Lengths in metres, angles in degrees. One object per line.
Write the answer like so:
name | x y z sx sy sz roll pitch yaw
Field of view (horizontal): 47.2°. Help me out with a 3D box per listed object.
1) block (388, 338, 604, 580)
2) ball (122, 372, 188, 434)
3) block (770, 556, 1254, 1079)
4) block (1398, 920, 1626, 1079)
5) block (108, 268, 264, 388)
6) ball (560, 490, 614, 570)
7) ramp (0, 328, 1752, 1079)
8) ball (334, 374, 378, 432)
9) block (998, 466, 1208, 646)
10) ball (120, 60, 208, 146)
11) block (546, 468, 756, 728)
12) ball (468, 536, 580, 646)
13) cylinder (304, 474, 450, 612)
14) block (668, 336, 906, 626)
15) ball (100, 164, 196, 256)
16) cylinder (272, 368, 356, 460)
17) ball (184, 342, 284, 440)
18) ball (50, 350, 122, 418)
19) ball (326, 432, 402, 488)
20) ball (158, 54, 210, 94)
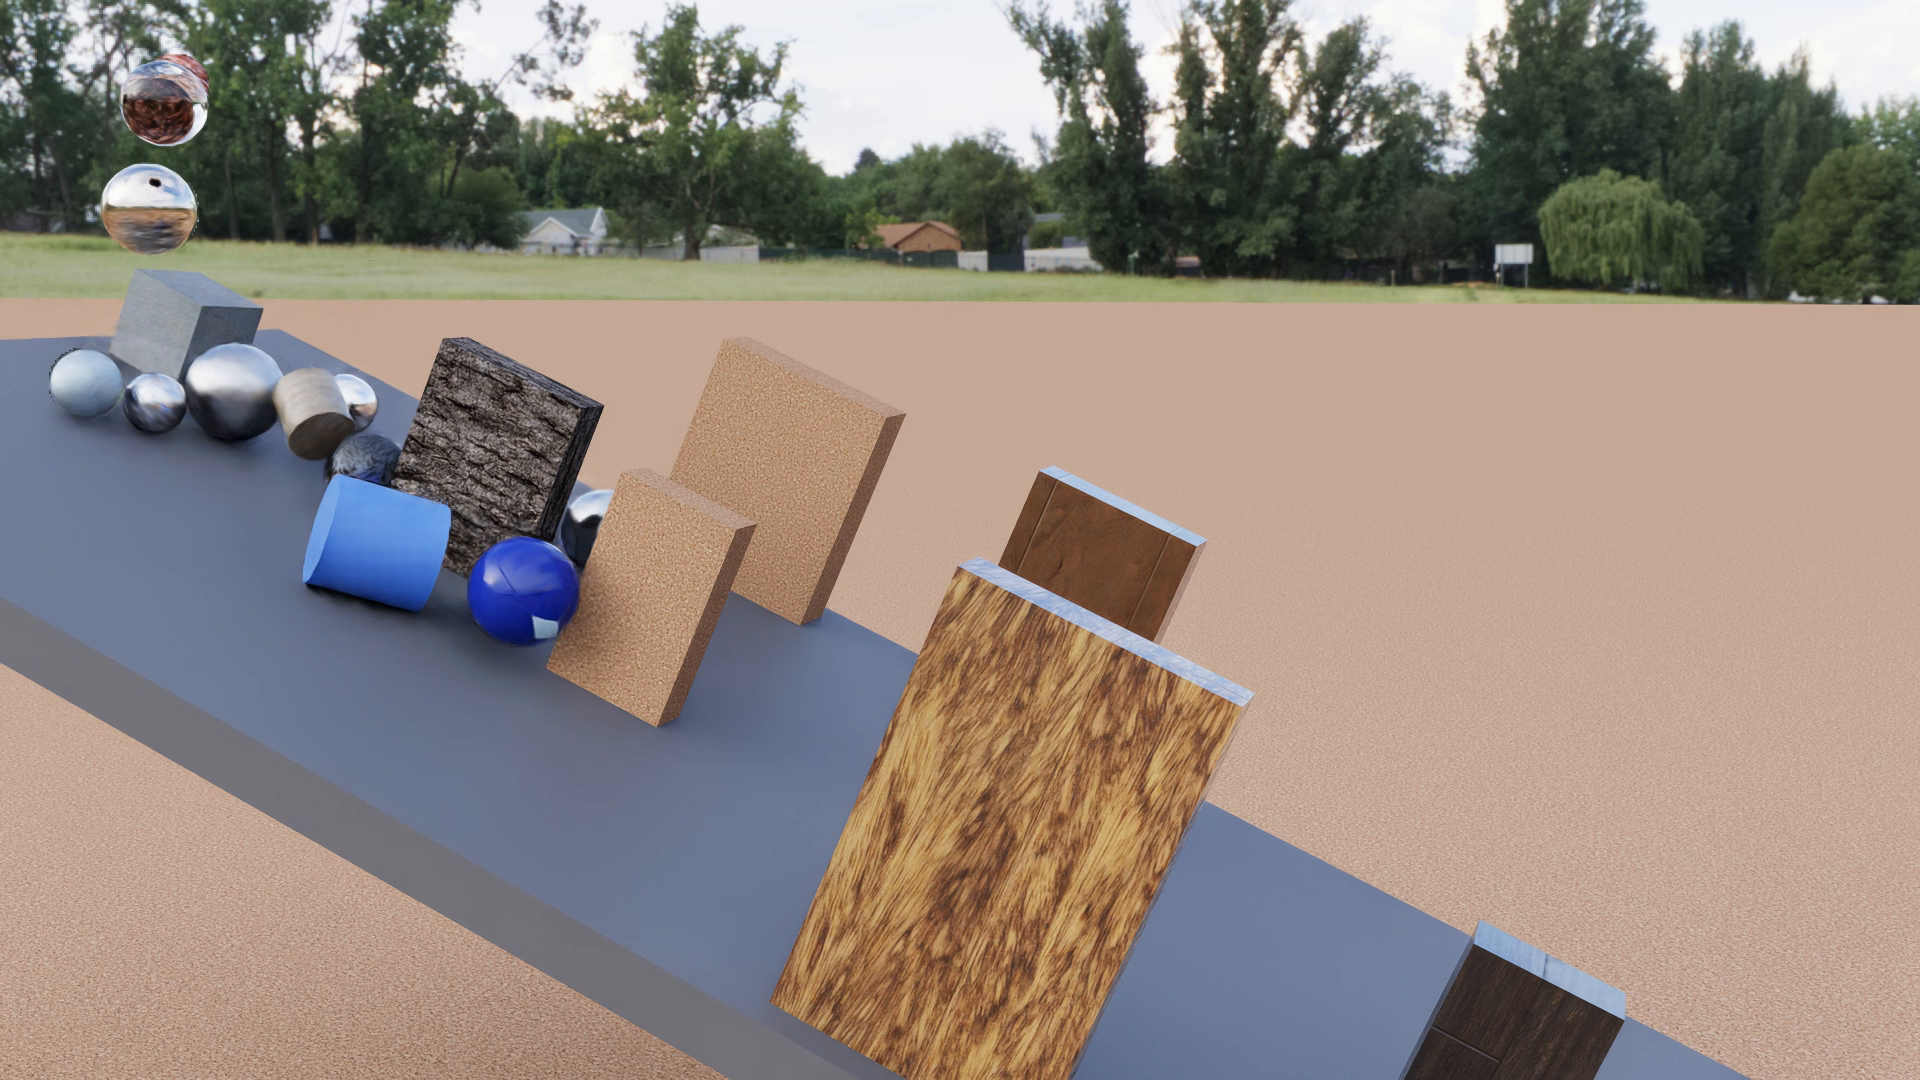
block | -0.945 -0.144 4.403 0.329 0.423 0.099 26 13 13
ball | -1.622 -0.276 4.431 0.124 0.124 0.124 0 7 0
block | 0.066 0.446 3.145 0.439 0.718 0.105 26 13 13
block | 0.821 0.855 3.423 0.244 0.441 0.131 26 13 13
block | -1.710 -0.465 4.863 0.199 0.199 0.199 28 14 18
ball | -0.764 -0.016 4.729 0.186 0.186 0.186 0 7 0
ramp | -0.283 0.490 4.181 4.000 0.100 2.000 26 13 13
ball | -1.376 -0.301 4.919 0.139 0.139 0.139 0 7 0
block | 0.205 0.215 4.471 0.350 0.636 0.116 26 13 13
ball | -1.533 -0.841 4.235 0.162 0.162 0.162 0 7 0
block | -0.574 0.105 4.086 0.245 0.408 0.099 26 13 13
ball | -0.797 0.094 4.015 0.201 0.201 0.201 0 7 0
cylinder | -1.077 0.006 4.061 0.208 0.208 0.208 17 -1 -24
block | -0.428 -0.138 5.043 0.423 0.521 0.138 26 13 13
ball | -1.664 -0.678 4.512 0.186 0.186 0.186 0 7 0
cylinder | -1.327 -0.259 4.516 0.135 0.135 0.135 -5 49 -34
ball | -1.509 -0.309 4.579 0.204 0.204 0.204 0 7 0
ball | -1.728 -0.310 4.354 0.133 0.133 0.133 0 7 0
ball | -1.209 -0.138 4.492 0.168 0.168 0.168 0 7 0
ball | -1.557 -0.907 4.378 0.121 0.121 0.121 0 7 0
